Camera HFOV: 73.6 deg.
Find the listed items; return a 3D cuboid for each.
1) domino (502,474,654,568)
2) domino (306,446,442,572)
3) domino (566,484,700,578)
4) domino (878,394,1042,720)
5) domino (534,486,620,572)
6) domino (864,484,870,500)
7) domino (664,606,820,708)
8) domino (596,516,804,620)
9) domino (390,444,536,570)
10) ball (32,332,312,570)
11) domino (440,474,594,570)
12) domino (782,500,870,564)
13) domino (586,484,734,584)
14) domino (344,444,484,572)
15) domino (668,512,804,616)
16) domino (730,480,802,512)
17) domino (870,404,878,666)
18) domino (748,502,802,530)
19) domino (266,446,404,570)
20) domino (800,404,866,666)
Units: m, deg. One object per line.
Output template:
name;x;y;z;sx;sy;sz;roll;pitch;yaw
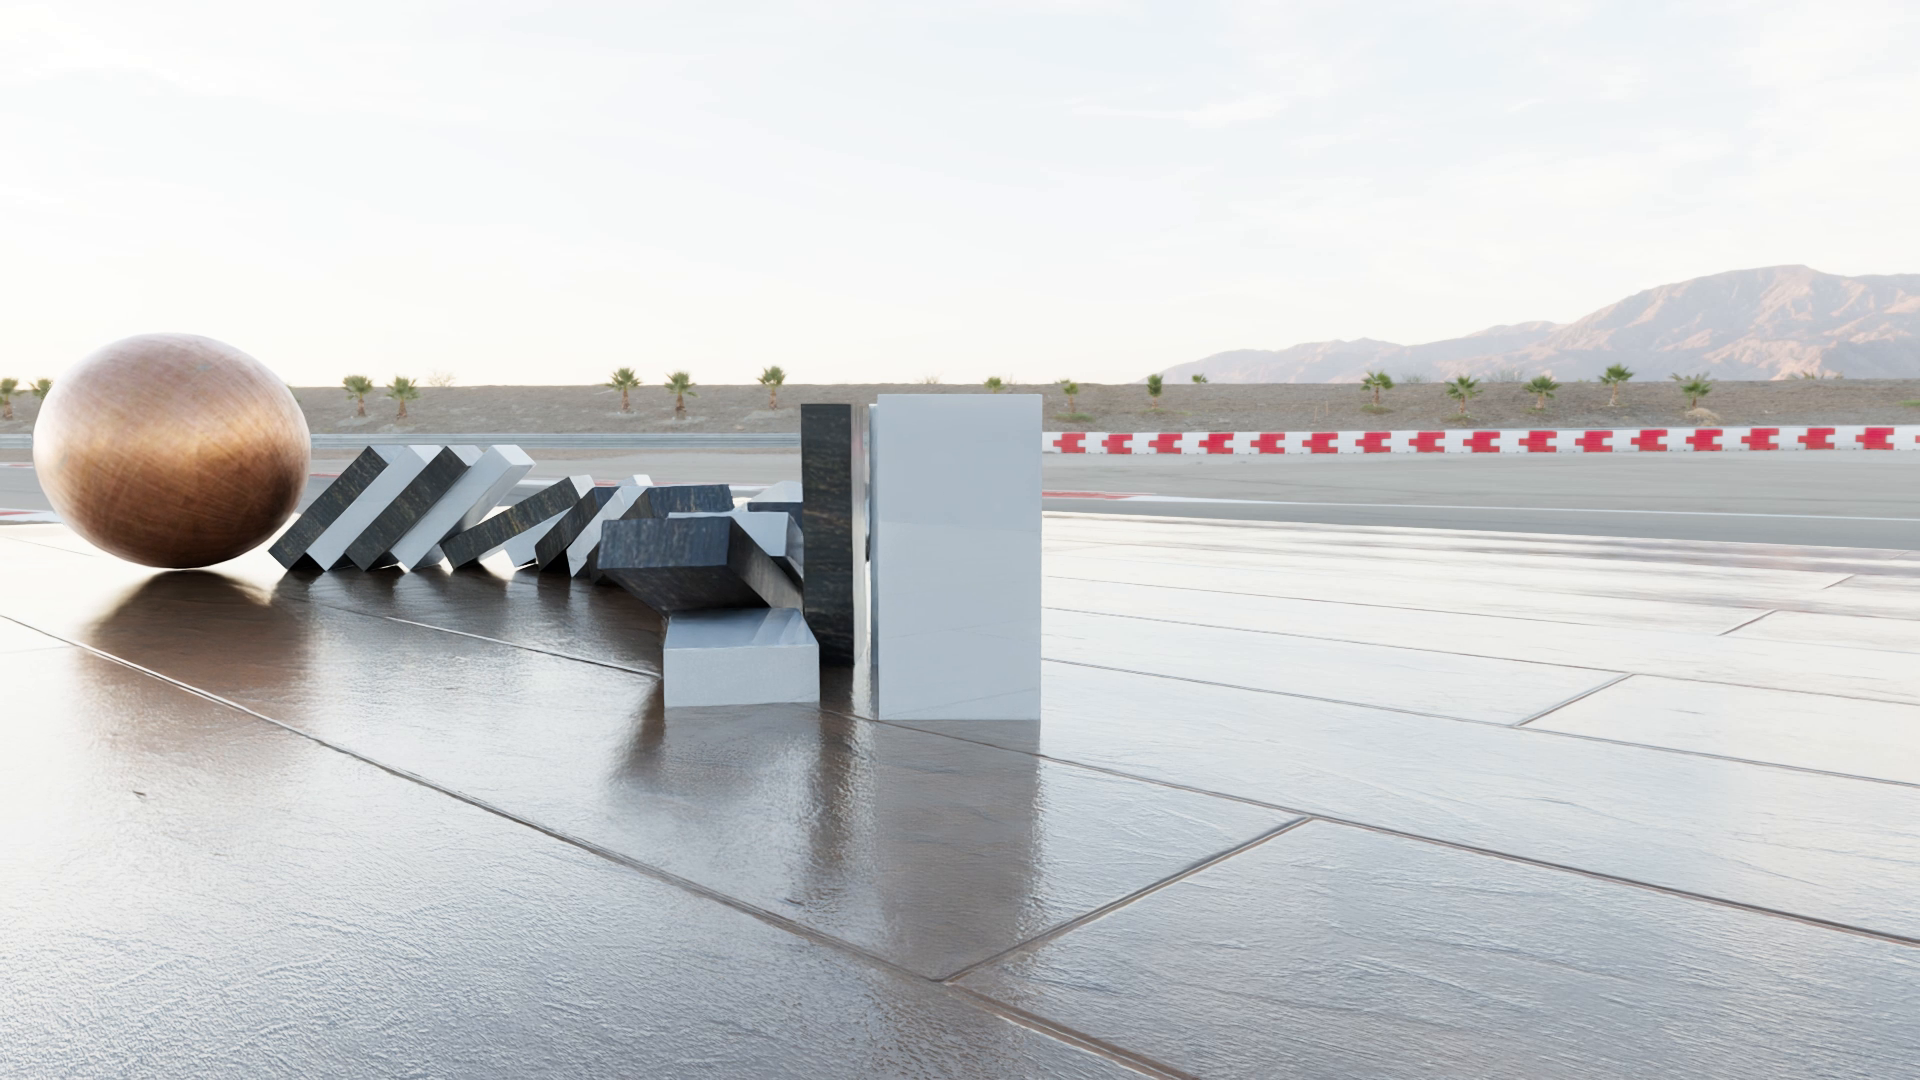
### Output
domino;-0.131;-0.007;0.447;0.050;0.009;0.025;-28;4;-1
domino;-0.198;-0.011;0.440;0.050;0.009;0.025;-45;3;3
domino;-0.101;-0.002;0.398;0.025;0.009;0.050;-4;-20;-38
domino;0.000;0.002;0.201;0.025;0.050;0.009;0;4;0
domino;-0.116;-0.003;0.417;0.025;0.010;0.050;-4;-19;-41
domino;-0.040;-0.001;0.365;0.050;0.010;0.025;-28;-15;29
domino;-0.040;0.020;0.234;0.025;0.009;0.050;-1;4;-11
domino;-0.051;0.008;0.260;0.025;0.010;0.050;-2;-19;9
domino;-0.171;-0.012;0.442;0.009;0.050;0.025;45;3;-3
ball;-0.264;-0.030;0.433;0.080;0.080;0.080;0;4;0
domino;-0.152;-0.007;0.447;0.050;0.010;0.025;-27;4;1
domino;-0.038;0.003;0.336;0.025;0.009;0.050;-1;-19;-18
domino;-0.089;-0.001;0.378;0.025;0.010;0.050;-5;-20;-38
domino;-0.184;-0.011;0.438;0.050;0.009;0.025;-45;3;3
domino;-0.045;0.007;0.284;0.025;0.010;0.050;-1;-19;6
domino;-0.060;-0.002;0.373;0.050;0.010;0.025;-27;-15;28
domino;-0.004;-0.001;0.248;0.025;0.050;0.010;-2;5;-27
domino;-0.037;0.005;0.309;0.025;0.010;0.050;0;-20;-4
domino;-0.211;-0.012;0.441;0.050;0.010;0.025;-45;3;3
domino;-0.025;-0.002;0.256;0.010;0.050;0.025;0;4;1
